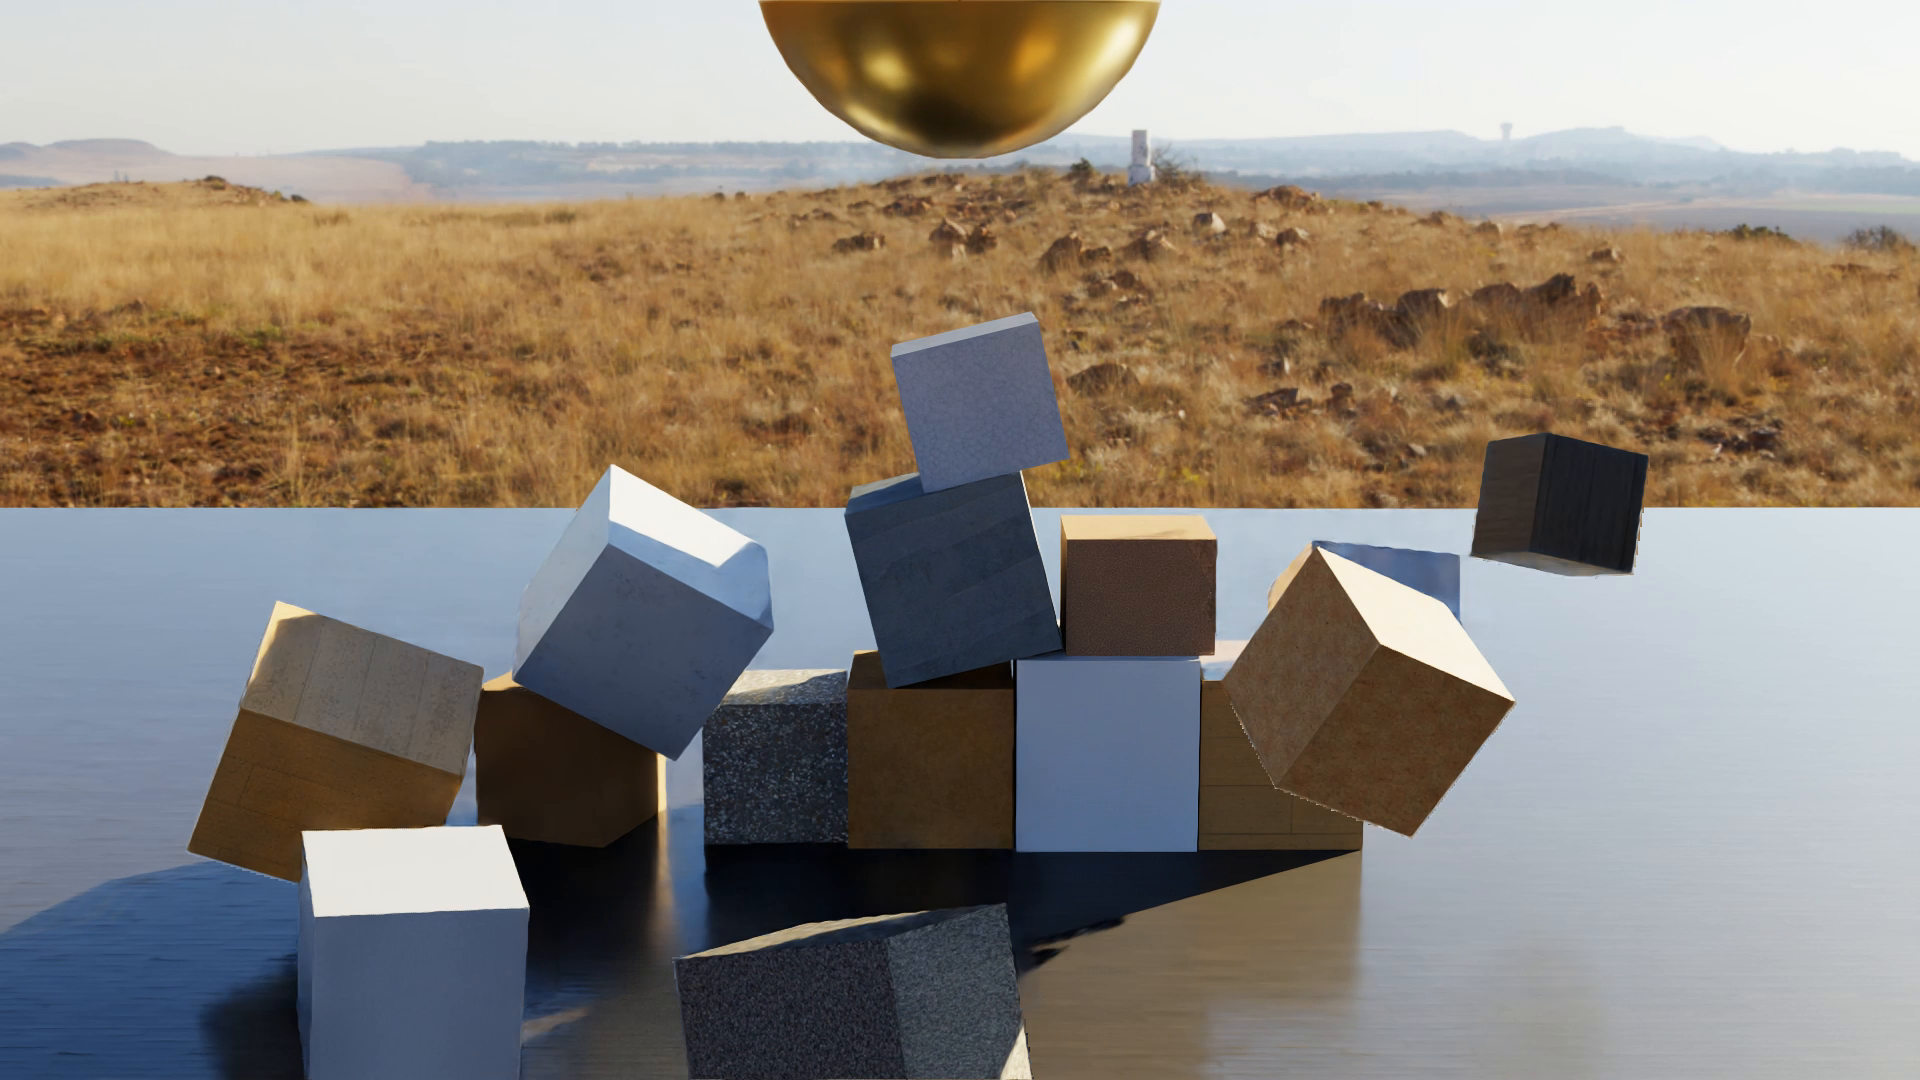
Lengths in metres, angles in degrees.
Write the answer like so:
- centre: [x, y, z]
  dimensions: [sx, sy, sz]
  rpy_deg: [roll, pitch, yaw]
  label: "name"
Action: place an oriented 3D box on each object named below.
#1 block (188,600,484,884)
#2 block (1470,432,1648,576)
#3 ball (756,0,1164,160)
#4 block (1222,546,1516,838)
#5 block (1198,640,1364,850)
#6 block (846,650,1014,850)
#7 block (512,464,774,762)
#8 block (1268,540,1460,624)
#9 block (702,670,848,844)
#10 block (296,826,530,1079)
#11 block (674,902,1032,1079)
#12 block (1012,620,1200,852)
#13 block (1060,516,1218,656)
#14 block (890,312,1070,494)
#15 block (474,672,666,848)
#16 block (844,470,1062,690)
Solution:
- centre: [-2.856, 0.999, 10.138]
  dimensions: [0.999, 0.849, 0.846]
  rpy_deg: [20, 27, -17]
  label: "block"
- centre: [3.295, -0.183, 12.110]
  dimensions: [0.636, 0.651, 0.614]
  rpy_deg: [11, -6, -16]
  label: "block"
- centre: [0.000, -2.255, 8.341]
  dimensions: [1.600, 1.600, 1.600]
  rpy_deg: [0, 10, 0]
  label: "ball"
- centre: [1.405, 0.527, 7.657]
  dimensions: [0.592, 0.616, 0.631]
  rpy_deg: [22, 23, -24]
  label: "block"
- centre: [1.606, 1.045, 11.379]
  dimensions: [0.823, 0.873, 0.874]
  rpy_deg: [0, 10, 0]
  label: "block"
- centre: [-0.147, 1.070, 11.368]
  dimensions: [0.825, 0.827, 0.841]
  rpy_deg: [0, 10, 0]
  label: "block"
- centre: [-1.574, 0.358, 10.934]
  dimensions: [0.921, 0.889, 0.820]
  rpy_deg: [30, 21, -22]
  label: "block"
- centre: [1.928, 0.426, 10.554]
  dimensions: [0.713, 0.579, 0.744]
  rpy_deg: [6, -20, -7]
  label: "block"
- centre: [-0.947, 1.113, 11.419]
  dimensions: [0.731, 0.724, 0.724]
  rpy_deg: [-1, 10, -3]
  label: "block"
- centre: [-2.037, 1.551, 8.126]
  dimensions: [0.736, 0.732, 0.734]
  rpy_deg: [1, 16, -20]
  label: "block"
- centre: [-0.319, 1.569, 6.923]
  dimensions: [0.776, 0.680, 0.743]
  rpy_deg: [-11, -6, 29]
  label: "block"
- centre: [0.734, 0.993, 11.367]
  dimensions: [0.905, 0.980, 0.934]
  rpy_deg: [0, 10, 0]
  label: "block"
- centre: [0.896, 0.223, 11.217]
  dimensions: [0.739, 0.589, 0.702]
  rpy_deg: [0, 10, 0]
  label: "block"
- centre: [0.095, -0.702, 11.049]
  dimensions: [0.736, 0.689, 0.676]
  rpy_deg: [-14, 10, 1]
  label: "block"
- centre: [-2.017, 1.090, 11.425]
  dimensions: [0.713, 0.768, 0.716]
  rpy_deg: [3, 11, 19]
  label: "block"
- centre: [-0.030, 0.128, 11.220]
  dimensions: [0.884, 0.898, 0.891]
  rpy_deg: [-13, 10, 2]
  label: "block"
